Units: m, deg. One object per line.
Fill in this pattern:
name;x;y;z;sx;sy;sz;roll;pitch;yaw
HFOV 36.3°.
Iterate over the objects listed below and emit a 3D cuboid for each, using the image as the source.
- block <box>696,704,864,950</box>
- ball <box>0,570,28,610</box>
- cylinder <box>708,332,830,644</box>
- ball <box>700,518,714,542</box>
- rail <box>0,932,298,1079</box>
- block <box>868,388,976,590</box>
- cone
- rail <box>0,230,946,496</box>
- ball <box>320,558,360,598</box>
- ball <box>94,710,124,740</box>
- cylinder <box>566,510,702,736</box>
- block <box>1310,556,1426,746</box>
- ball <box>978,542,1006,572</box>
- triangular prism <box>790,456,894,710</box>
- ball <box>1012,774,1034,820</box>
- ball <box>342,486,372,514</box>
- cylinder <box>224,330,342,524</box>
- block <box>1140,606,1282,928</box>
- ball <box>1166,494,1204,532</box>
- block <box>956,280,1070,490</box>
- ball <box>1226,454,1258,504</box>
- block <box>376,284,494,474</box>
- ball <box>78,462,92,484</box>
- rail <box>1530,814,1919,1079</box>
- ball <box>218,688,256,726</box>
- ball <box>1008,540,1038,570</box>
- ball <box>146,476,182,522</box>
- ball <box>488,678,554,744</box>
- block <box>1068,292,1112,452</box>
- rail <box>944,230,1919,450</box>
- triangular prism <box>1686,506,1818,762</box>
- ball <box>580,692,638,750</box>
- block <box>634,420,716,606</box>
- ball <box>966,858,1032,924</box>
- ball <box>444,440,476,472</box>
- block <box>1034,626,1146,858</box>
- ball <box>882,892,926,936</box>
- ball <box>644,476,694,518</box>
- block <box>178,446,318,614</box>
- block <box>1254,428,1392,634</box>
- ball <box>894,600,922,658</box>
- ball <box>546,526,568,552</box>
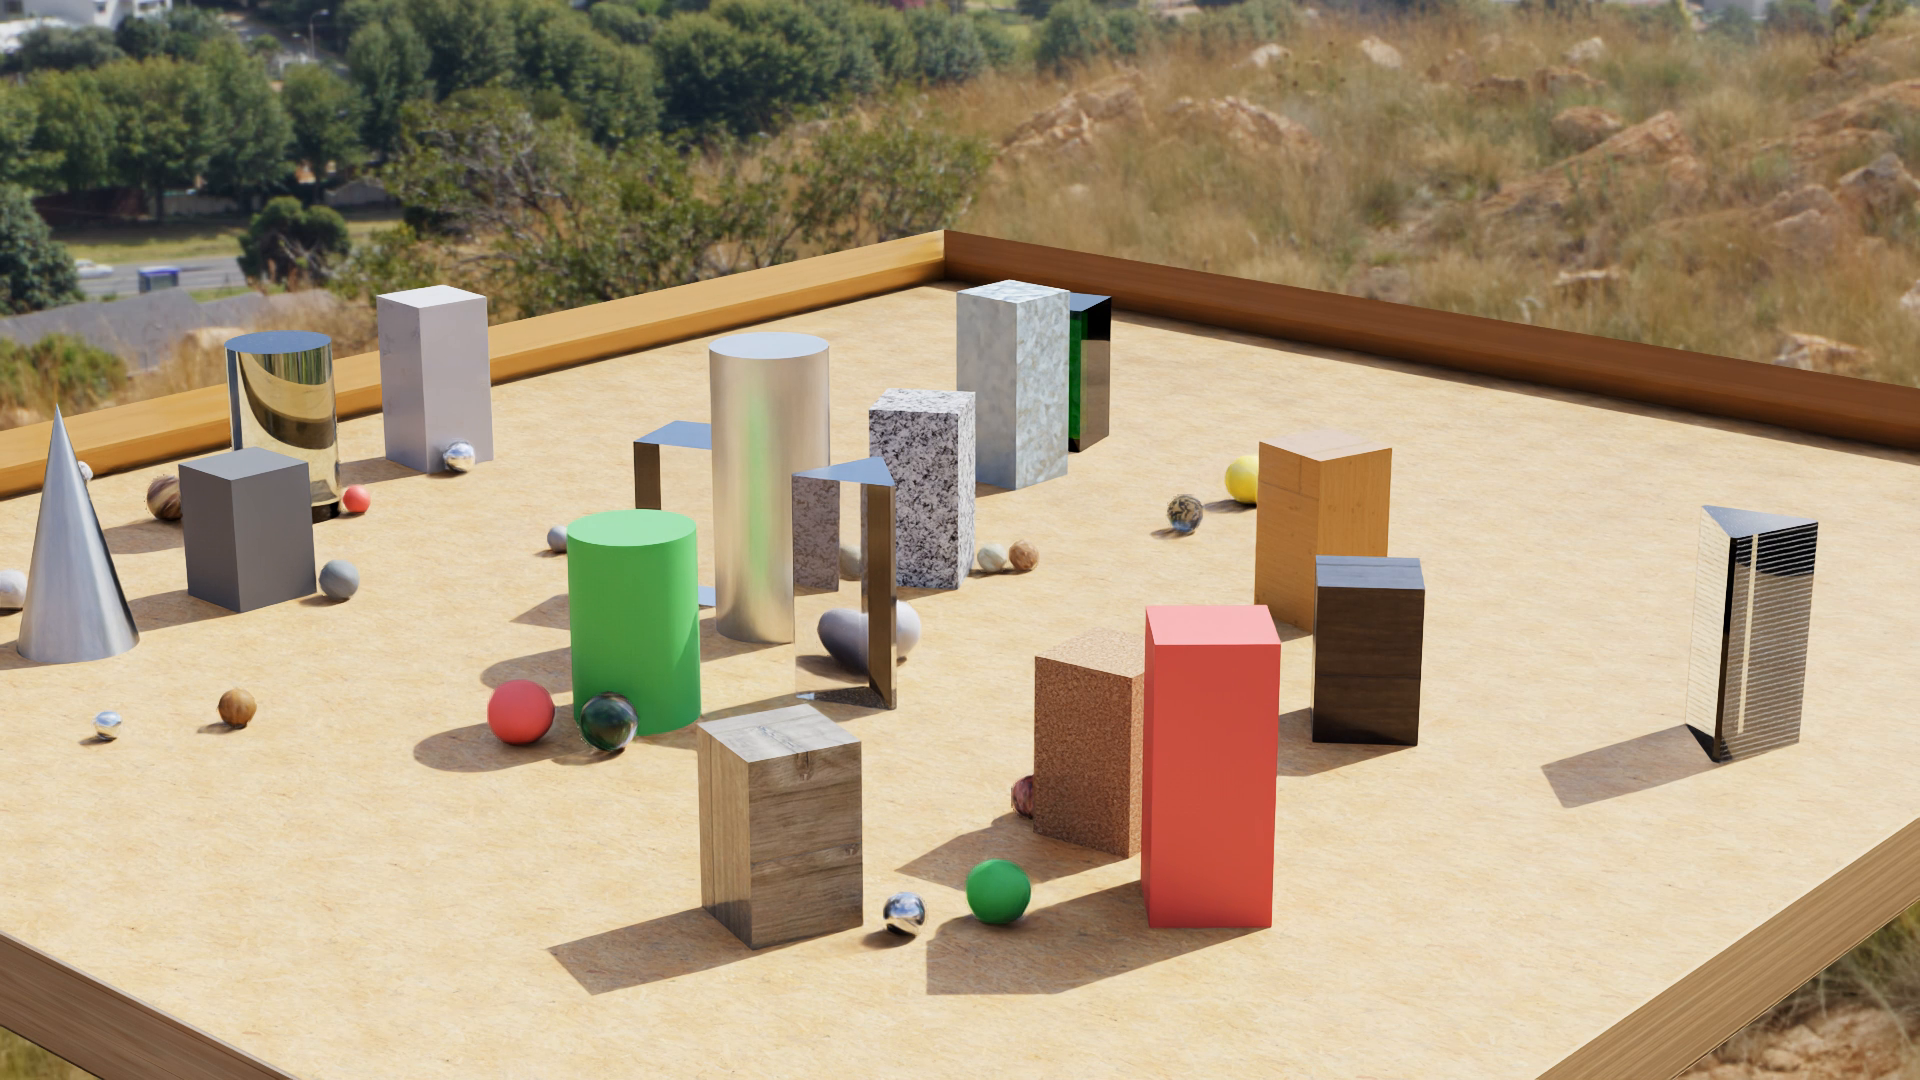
block;-0.232;0.368;3.788;0.158;0.255;0.158;-9;19;-27
ball;-1.633;0.087;5.044;0.069;0.069;0.069;0;17;0
cylinder;-0.315;-0.088;4.903;0.198;0.487;0.198;0;17;0
ball;-0.462;-0.018;5.441;0.042;0.042;0.042;0;17;0
rail;-1.318;0.470;3.667;3.645;0.129;0.045;14;22;39
block;-0.066;-0.092;5.205;0.158;0.320;0.158;3;17;11
cone;-1.467;-0.026;4.820;0.198;0.414;0.198;0;17;0
rail;-1.358;-0.308;6.249;0.045;0.129;4.067;14;22;39
ball;-1.081;0.068;5.107;0.070;0.070;0.070;0;17;0
ball;-1.291;0.280;4.447;0.044;0.044;0.044;0;17;0
cylinder;-0.501;0.125;4.515;0.198;0.302;0.198;0;17;0
block;0.619;0.167;4.469;0.158;0.248;0.158;2;17;5
ball;0.058;0.031;5.258;0.053;0.053;0.053;0;17;0
triangular prism;-0.154;0.062;4.617;0.171;0.363;0.148;6;18;20
ball;0.105;0.363;4.141;0.063;0.063;0.063;0;17;0
ball;-1.155;-0.078;5.618;0.054;0.054;0.054;0;17;0
cylinder;-1.286;-0.213;5.577;0.198;0.336;0.198;0;17;0
block;0.323;0.293;3.810;0.158;0.387;0.158;0;17;-1
ball;0.423;-0.050;5.499;0.069;0.069;0.069;0;17;0
block;0.105;-0.310;5.829;0.158;0.376;0.158;15;22;40
ball;0.561;-0.117;5.678;0.095;0.095;0.095;0;17;0
block;-1.065;-0.328;5.951;0.158;0.340;0.158;-15;22;-40
ball;-1.742;-0.130;5.794;0.052;0.052;0.052;0;17;0
rail;1.358;0.372;3.991;0.045;0.129;4.067;14;22;39
ball;-1.110;0.257;4.501;0.058;0.058;0.058;0;17;0
ball;0.114;0.026;5.272;0.055;0.055;0.055;0;17;0
ball;-1.501;-0.079;5.565;0.086;0.086;0.086;0;17;0
ball;-0.661;0.259;4.423;0.099;0.099;0.099;0;17;0
block;0.209;-0.353;6.107;0.158;0.298;0.158;8;18;24
rail;1.318;-0.406;6.573;3.645;0.129;0.045;14;22;39
triangular prism;1.158;0.133;4.407;0.171;0.349;0.148;-10;19;-29
ball;-0.527;0.272;4.398;0.087;0.087;0.087;0;17;0
block;-0.460;-0.048;5.129;0.158;0.280;0.158;7;18;21
ball;0.050;0.455;3.796;0.085;0.085;0.085;0;17;0
ball;-1.006;-0.168;5.898;0.064;0.064;0.064;0;17;0
block;0.213;0.279;4.075;0.158;0.262;0.158;12;20;34
ball;-0.072;0.480;3.763;0.057;0.057;0.057;0;17;0
ball;-0.548;-0.073;5.529;0.095;0.095;0.095;0;17;0
block;-1.240;-0.019;5.106;0.158;0.238;0.158;15;22;40
block;0.616;-0.017;4.989;0.158;0.301;0.158;-11;20;-32
ball;-0.112;0.146;4.799;0.098;0.098;0.098;0;17;0
ball;-0.733;-0.002;5.376;0.048;0.048;0.048;0;17;0
